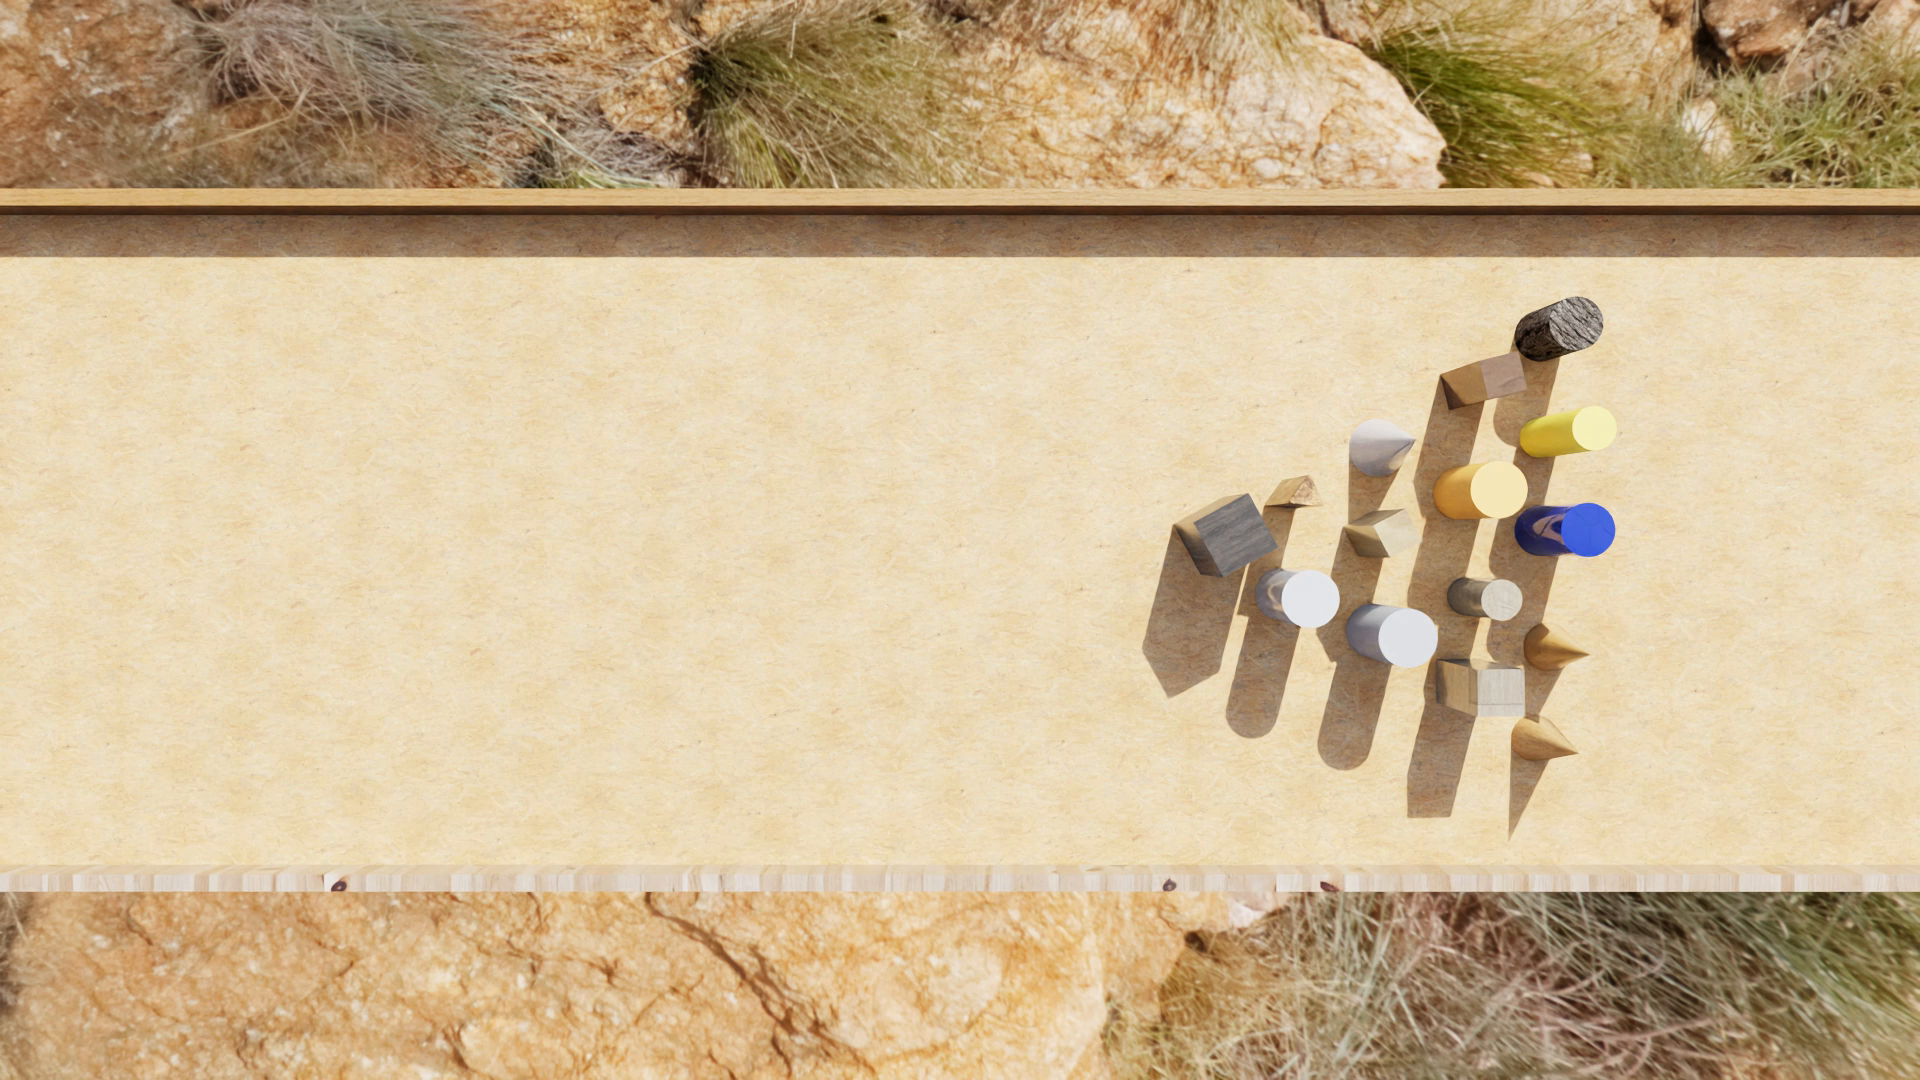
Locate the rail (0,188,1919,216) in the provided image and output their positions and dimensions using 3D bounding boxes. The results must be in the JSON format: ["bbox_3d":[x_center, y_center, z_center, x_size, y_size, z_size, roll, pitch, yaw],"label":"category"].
[{"bbox_3d":[-2.247,-1.025,5.002,12.000,0.150,0.050,0,90,0],"label":"rail"}]

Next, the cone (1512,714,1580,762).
[{"bbox_3d":[1.768,0.609,4.891,0.145,0.370,0.145,0,90,0],"label":"cone"}]

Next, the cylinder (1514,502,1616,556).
[{"bbox_3d":[1.784,-0.029,4.880,0.155,0.393,0.155,0,90,0],"label":"cylinder"}]

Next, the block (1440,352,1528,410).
[{"bbox_3d":[1.547,-0.469,4.886,0.115,0.381,0.115,-14,90,0],"label":"block"}]

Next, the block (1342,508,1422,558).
[{"bbox_3d":[1.248,-0.019,4.888,0.104,0.377,0.104,-28,90,0],"label":"block"}]

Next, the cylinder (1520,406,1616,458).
[{"bbox_3d":[1.785,-0.314,4.858,0.125,0.437,0.125,0,90,0],"label":"cylinder"}]

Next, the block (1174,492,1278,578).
[{"bbox_3d":[0.776,-0.014,4.855,0.176,0.442,0.176,-29,90,0],"label":"block"}]

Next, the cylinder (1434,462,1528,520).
[{"bbox_3d":[1.538,-0.144,4.891,0.163,0.370,0.163,0,90,0],"label":"cylinder"}]

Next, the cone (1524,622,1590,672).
[{"bbox_3d":[1.809,0.329,4.902,0.151,0.348,0.151,0,90,0],"label":"cone"}]

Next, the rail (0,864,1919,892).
[{"bbox_3d":[-2.247,1.025,5.001,12.000,0.150,0.050,0,90,0],"label":"rail"}]

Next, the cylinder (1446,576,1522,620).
[{"bbox_3d":[1.558,0.173,4.909,0.118,0.335,0.118,0,90,0],"label":"cylinder"}]

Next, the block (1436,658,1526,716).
[{"bbox_3d":[1.532,0.433,4.873,0.133,0.407,0.133,-1,90,0],"label":"block"}]

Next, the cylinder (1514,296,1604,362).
[{"bbox_3d":[1.785,-0.627,4.926,0.157,0.302,0.157,0,90,0],"label":"cylinder"}]

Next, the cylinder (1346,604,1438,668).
[{"bbox_3d":[1.271,0.279,4.877,0.168,0.399,0.168,0,90,0],"label":"cylinder"}]

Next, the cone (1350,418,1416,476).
[{"bbox_3d":[1.287,-0.284,4.863,0.180,0.427,0.180,0,90,0],"label":"cone"}]

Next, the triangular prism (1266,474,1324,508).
[{"bbox_3d":[0.991,-0.145,4.883,0.096,0.388,0.083,6,90,0],"label":"triangular prism"}]

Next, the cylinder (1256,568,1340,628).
[{"bbox_3d":[0.991,0.167,4.868,0.164,0.417,0.164,0,90,0],"label":"cylinder"}]
